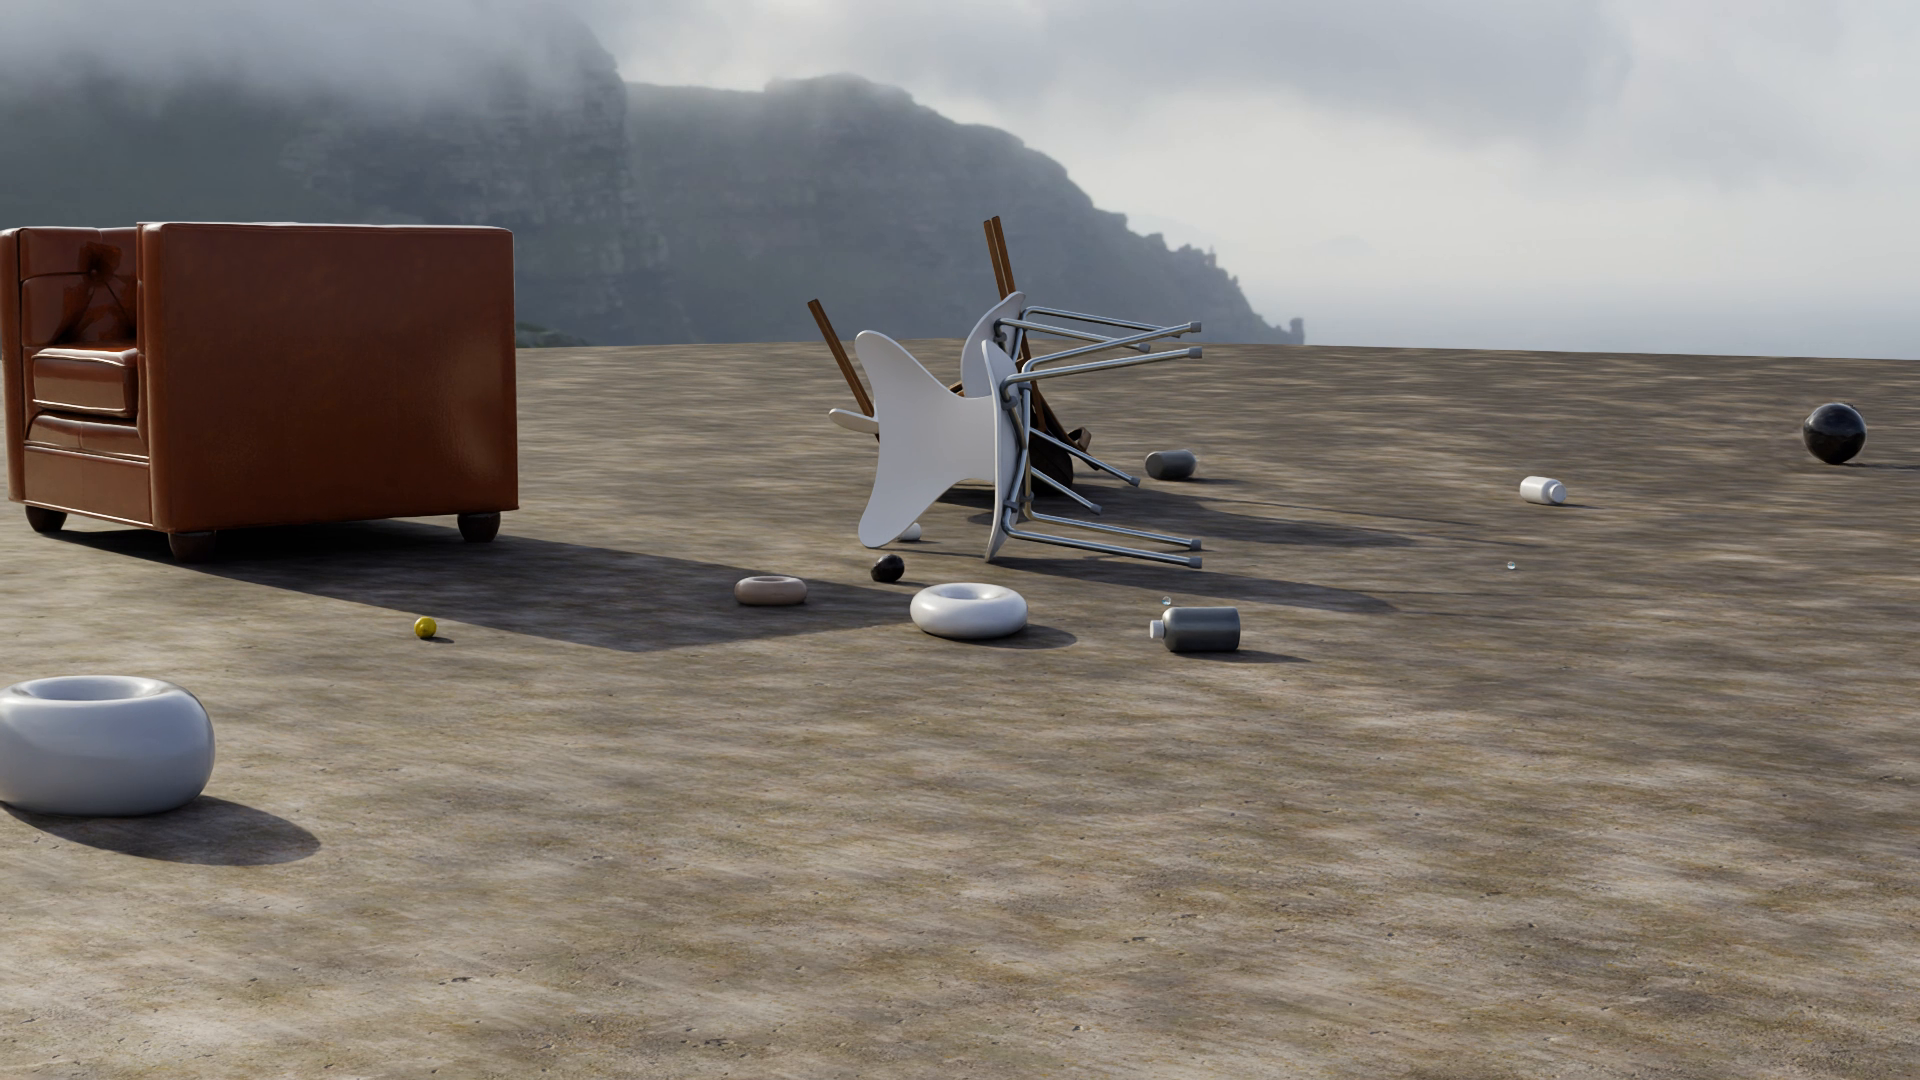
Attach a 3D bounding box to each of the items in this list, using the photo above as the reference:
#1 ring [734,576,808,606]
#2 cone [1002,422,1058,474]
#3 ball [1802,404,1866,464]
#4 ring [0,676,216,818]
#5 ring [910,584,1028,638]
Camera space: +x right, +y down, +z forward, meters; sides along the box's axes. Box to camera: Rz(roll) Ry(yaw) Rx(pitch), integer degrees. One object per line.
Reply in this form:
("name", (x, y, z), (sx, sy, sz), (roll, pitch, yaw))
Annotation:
("ring", (-0.381, 0.103, 5.175), (0.149, 0.049, 0.125), (-1, 7, -17))
("cone", (0.192, -0.279, 8.701), (0.173, 0.181, 0.322), (41, -19, -8))
("ball", (3.071, -0.374, 9.011), (0.212, 0.212, 0.212), (0, 6, 0))
("ring", (-1.089, 0.257, 3.225), (0.386, 0.144, 0.244), (3, 8, 40))
("ring", (0.017, 0.131, 4.794), (0.218, 0.072, 0.358), (-2, 7, -9))
